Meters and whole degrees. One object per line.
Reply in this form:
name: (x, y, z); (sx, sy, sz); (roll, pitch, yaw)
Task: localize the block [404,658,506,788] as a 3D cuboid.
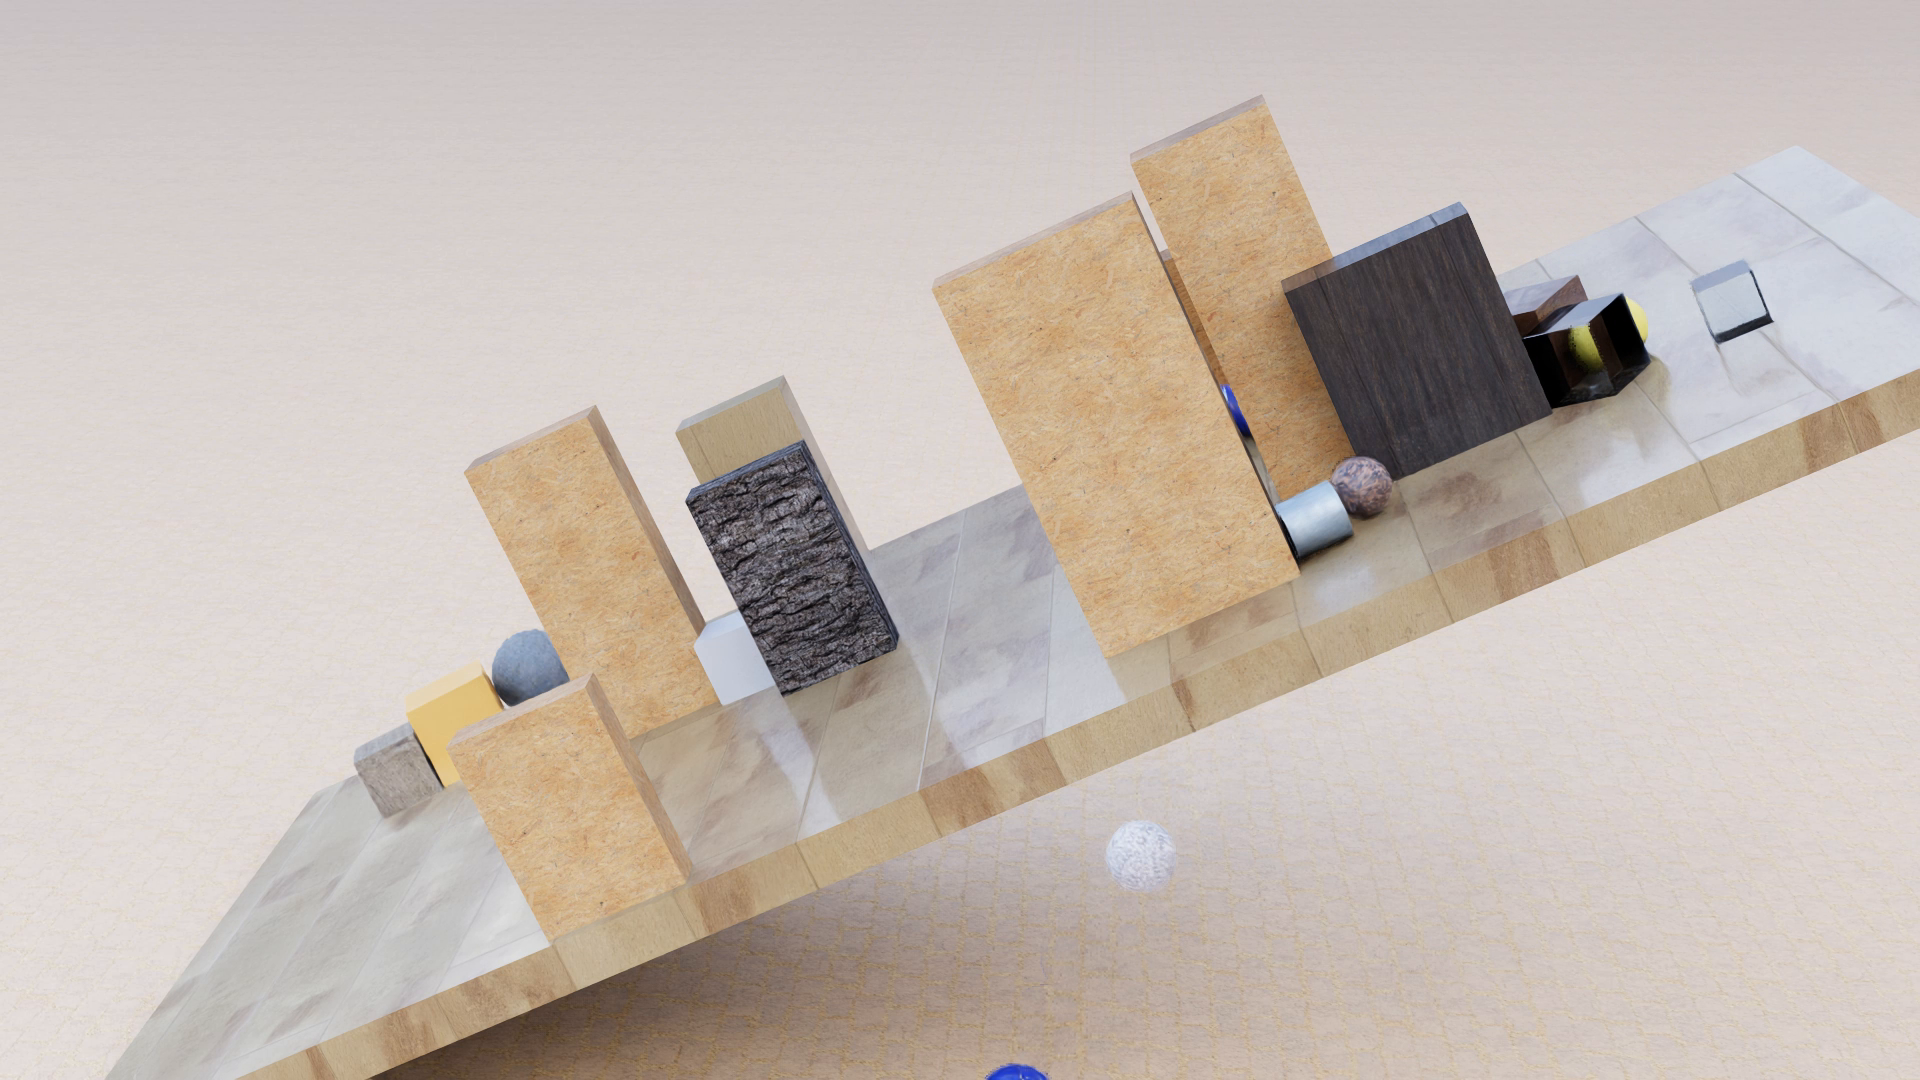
block: (-1.194, 0.437, 7.054); (0.201, 0.201, 0.201); (-27, 13, -7)

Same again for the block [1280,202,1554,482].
block: (0.900, -0.382, 5.812); (0.384, 0.437, 0.138); (-24, 13, 9)

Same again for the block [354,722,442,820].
block: (-1.335, 0.545, 6.998); (0.154, 0.154, 0.154); (-27, 13, -5)

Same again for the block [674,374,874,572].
block: (-0.444, -0.103, 7.084); (0.274, 0.507, 0.133); (-24, 13, 9)

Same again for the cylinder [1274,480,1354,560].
cylinder: (0.673, -0.037, 5.605); (0.114, 0.114, 0.114); (-26, 17, 1)

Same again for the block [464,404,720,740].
block: (-0.802, 0.085, 6.578); (0.305, 0.704, 0.123); (-24, 13, 9)

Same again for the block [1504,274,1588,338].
block: (1.170, -0.405, 5.967); (0.180, 0.180, 0.180); (-11, 19, 47)

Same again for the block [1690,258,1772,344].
block: (1.501, -0.464, 5.729); (0.112, 0.112, 0.112); (-23, 13, 11)

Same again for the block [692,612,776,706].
block: (-0.481, 0.251, 6.555); (0.151, 0.151, 0.151); (-22, 13, 13)

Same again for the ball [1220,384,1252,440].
ball: (0.612, -0.286, 6.654); (0.134, 0.134, 0.134); (0, 16, 0)

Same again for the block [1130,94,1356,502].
block: (0.634, -0.479, 5.939); (0.290, 0.773, 0.142); (-24, 13, 9)

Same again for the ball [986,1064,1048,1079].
ball: (0.102, 0.993, 5.168); (0.141, 0.141, 0.141); (0, 16, 0)

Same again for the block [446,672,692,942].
block: (-0.722, 0.495, 5.458); (0.288, 0.416, 0.097); (-24, 13, 9)

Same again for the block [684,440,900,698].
block: (-0.358, 0.062, 6.330); (0.271, 0.482, 0.106); (-24, 13, 9)

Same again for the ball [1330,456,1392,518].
ball: (0.770, -0.102, 5.649); (0.119, 0.119, 0.119); (0, 16, 0)

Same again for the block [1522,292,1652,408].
block: (1.231, -0.371, 5.779); (0.154, 0.154, 0.154); (-12, 19, 46)

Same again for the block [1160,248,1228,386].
block: (0.619, -0.493, 6.803); (0.375, 0.425, 0.149); (-24, 13, 9)

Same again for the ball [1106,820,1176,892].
ball: (0.313, 0.545, 5.073); (0.122, 0.122, 0.122); (0, 16, 0)

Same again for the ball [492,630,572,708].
ball: (-1.041, 0.323, 7.195); (0.209, 0.209, 0.209); (0, 16, 0)

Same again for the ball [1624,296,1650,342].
ball: (1.315, -0.426, 5.894); (0.128, 0.128, 0.128); (0, 16, 0)

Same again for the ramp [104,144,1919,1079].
ramp: (0.134, 0.169, 6.283); (4.000, 0.100, 2.000); (-24, 13, 9)

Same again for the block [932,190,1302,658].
block: (0.296, -0.211, 5.508); (0.403, 0.780, 0.109); (-24, 13, 9)
